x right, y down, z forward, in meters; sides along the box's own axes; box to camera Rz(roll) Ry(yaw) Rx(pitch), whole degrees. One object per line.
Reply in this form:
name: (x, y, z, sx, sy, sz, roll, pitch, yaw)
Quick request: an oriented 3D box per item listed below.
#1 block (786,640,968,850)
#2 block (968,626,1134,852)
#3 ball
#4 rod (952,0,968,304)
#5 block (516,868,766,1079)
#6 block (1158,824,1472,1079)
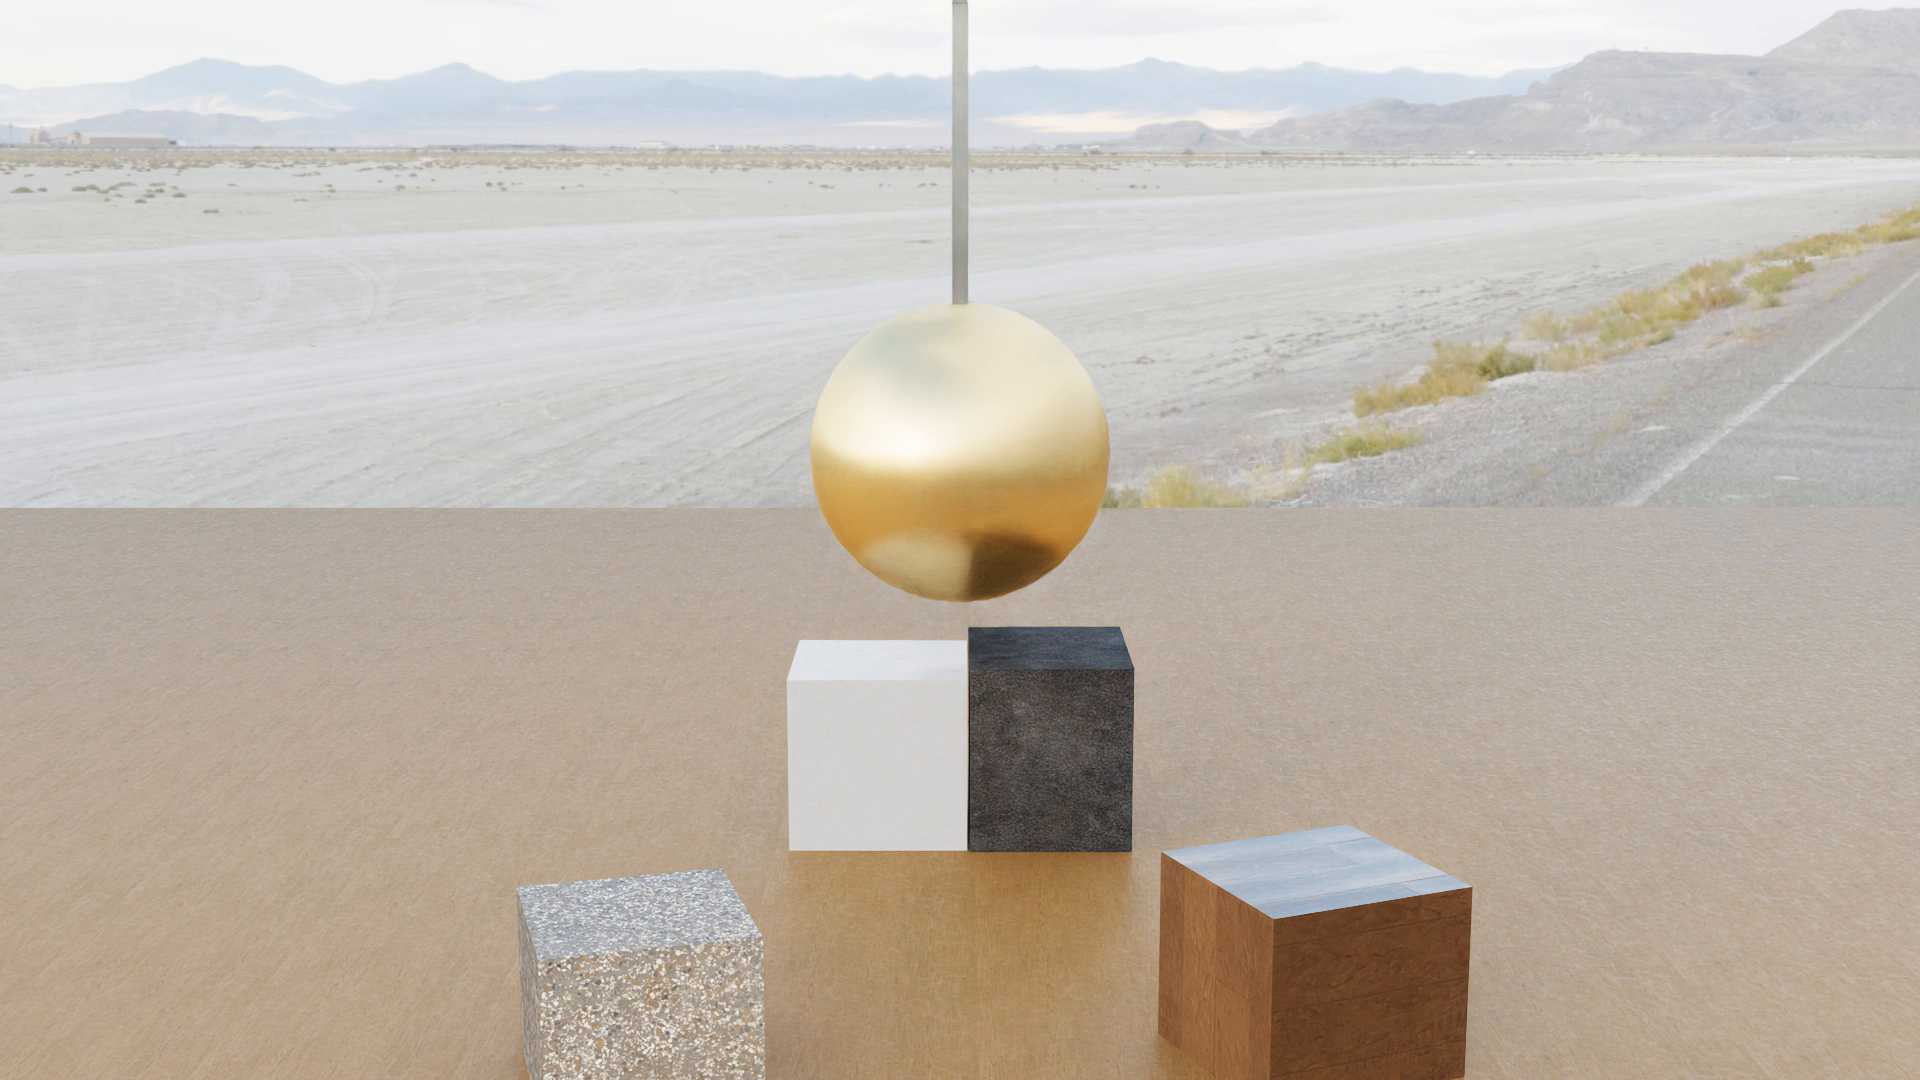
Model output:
block: (-0.410, 1.045, 11.366, 0.891, 0.877, 0.881, 0, 10, 0)
block: (0.452, 1.012, 11.374, 0.809, 0.940, 0.956, 0, 10, 0)
ball: (0.000, -0.468, 11.703, 1.600, 1.600, 1.600, 0, 10, 0)
rod: (0.000, -3.736, 10.765, 0.080, 5.200, 0.080, 0, 16, 0)
block: (-1.211, 1.715, 8.268, 0.802, 0.668, 0.801, -3, 11, -16)
block: (1.352, 1.630, 8.485, 0.866, 0.757, 0.832, -5, 11, -23)
